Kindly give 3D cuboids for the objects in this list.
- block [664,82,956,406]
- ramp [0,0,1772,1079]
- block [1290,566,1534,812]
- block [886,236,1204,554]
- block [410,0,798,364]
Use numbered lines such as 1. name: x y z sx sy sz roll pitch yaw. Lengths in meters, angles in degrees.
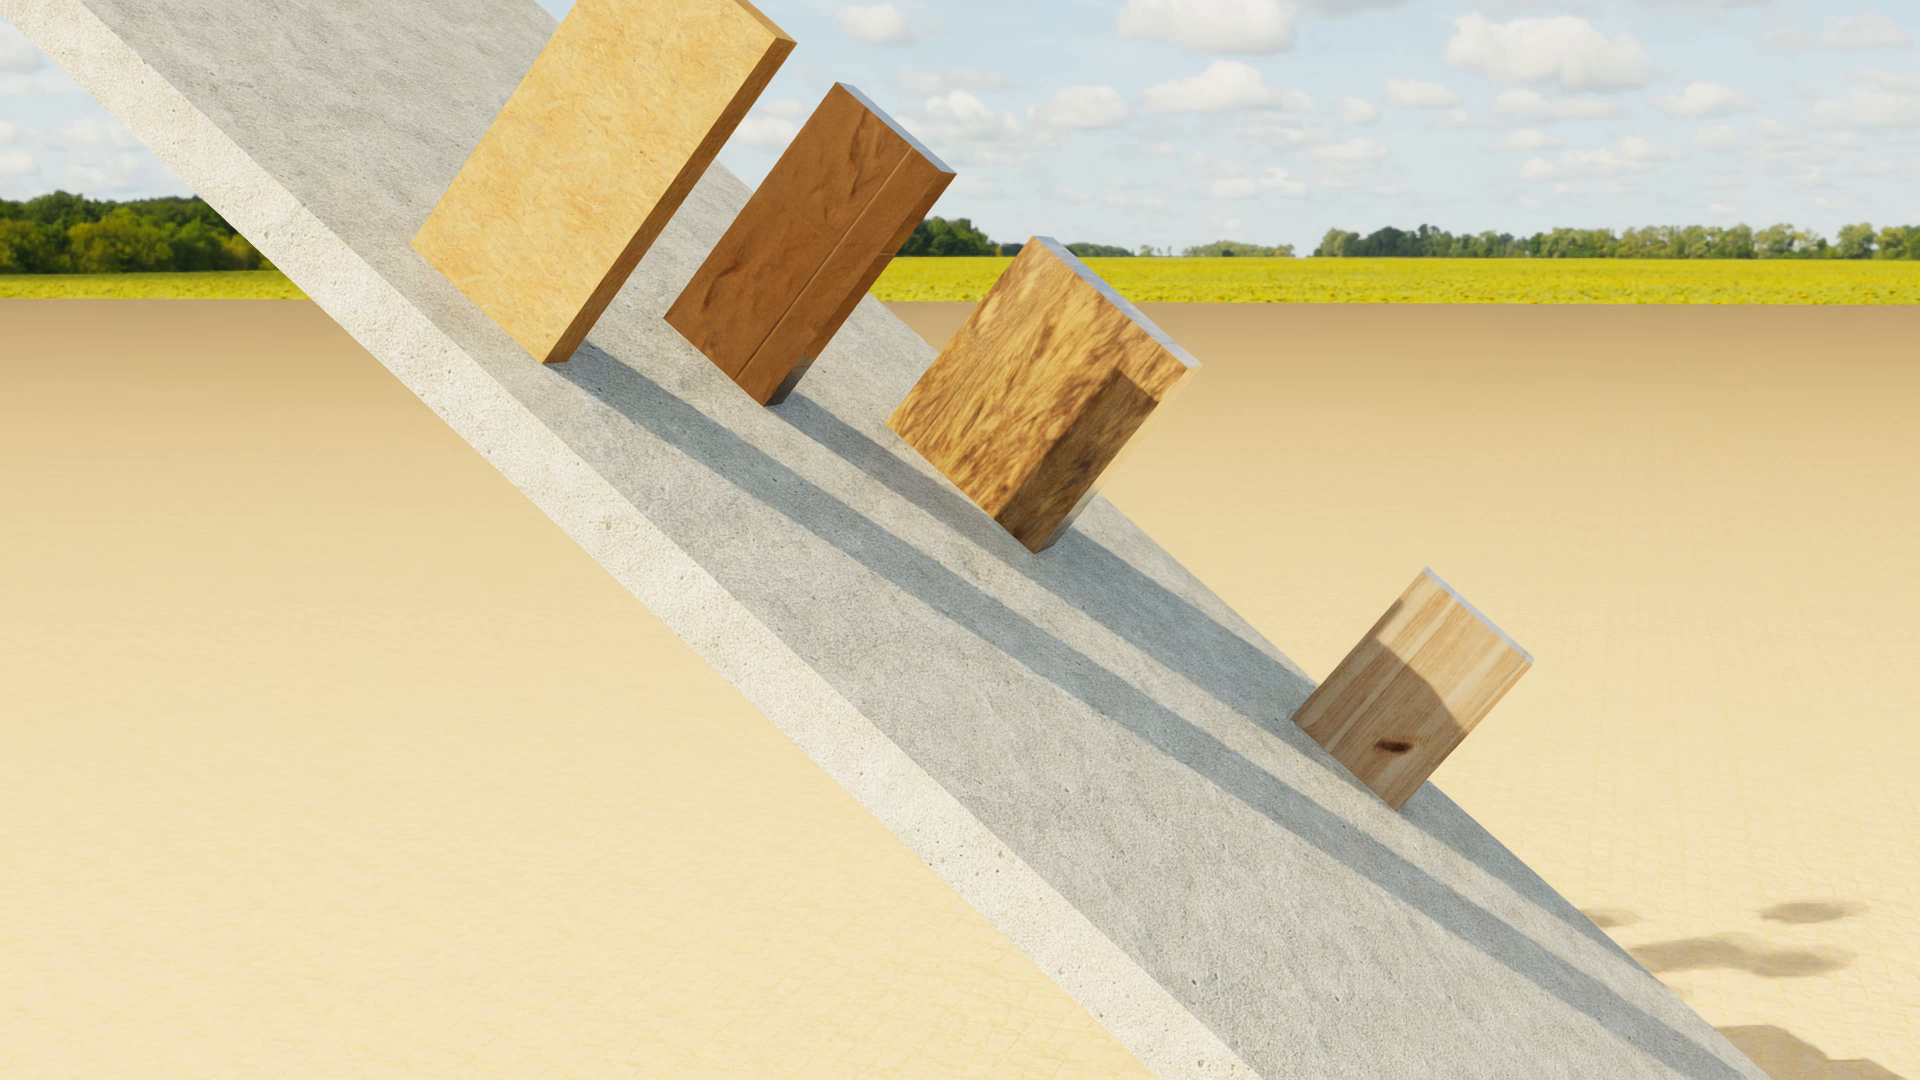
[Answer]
1. block: -0.266 -0.515 3.860 0.245 0.523 0.090 42 16 9
2. ramp: -0.002 0.050 4.041 4.000 0.100 2.000 42 16 9
3. block: 0.914 0.301 4.453 0.282 0.406 0.087 42 16 9
4. block: 0.162 -0.283 4.272 0.390 0.468 0.150 42 16 9
5. block: -0.542 -0.593 3.310 0.284 0.612 0.085 42 16 9
